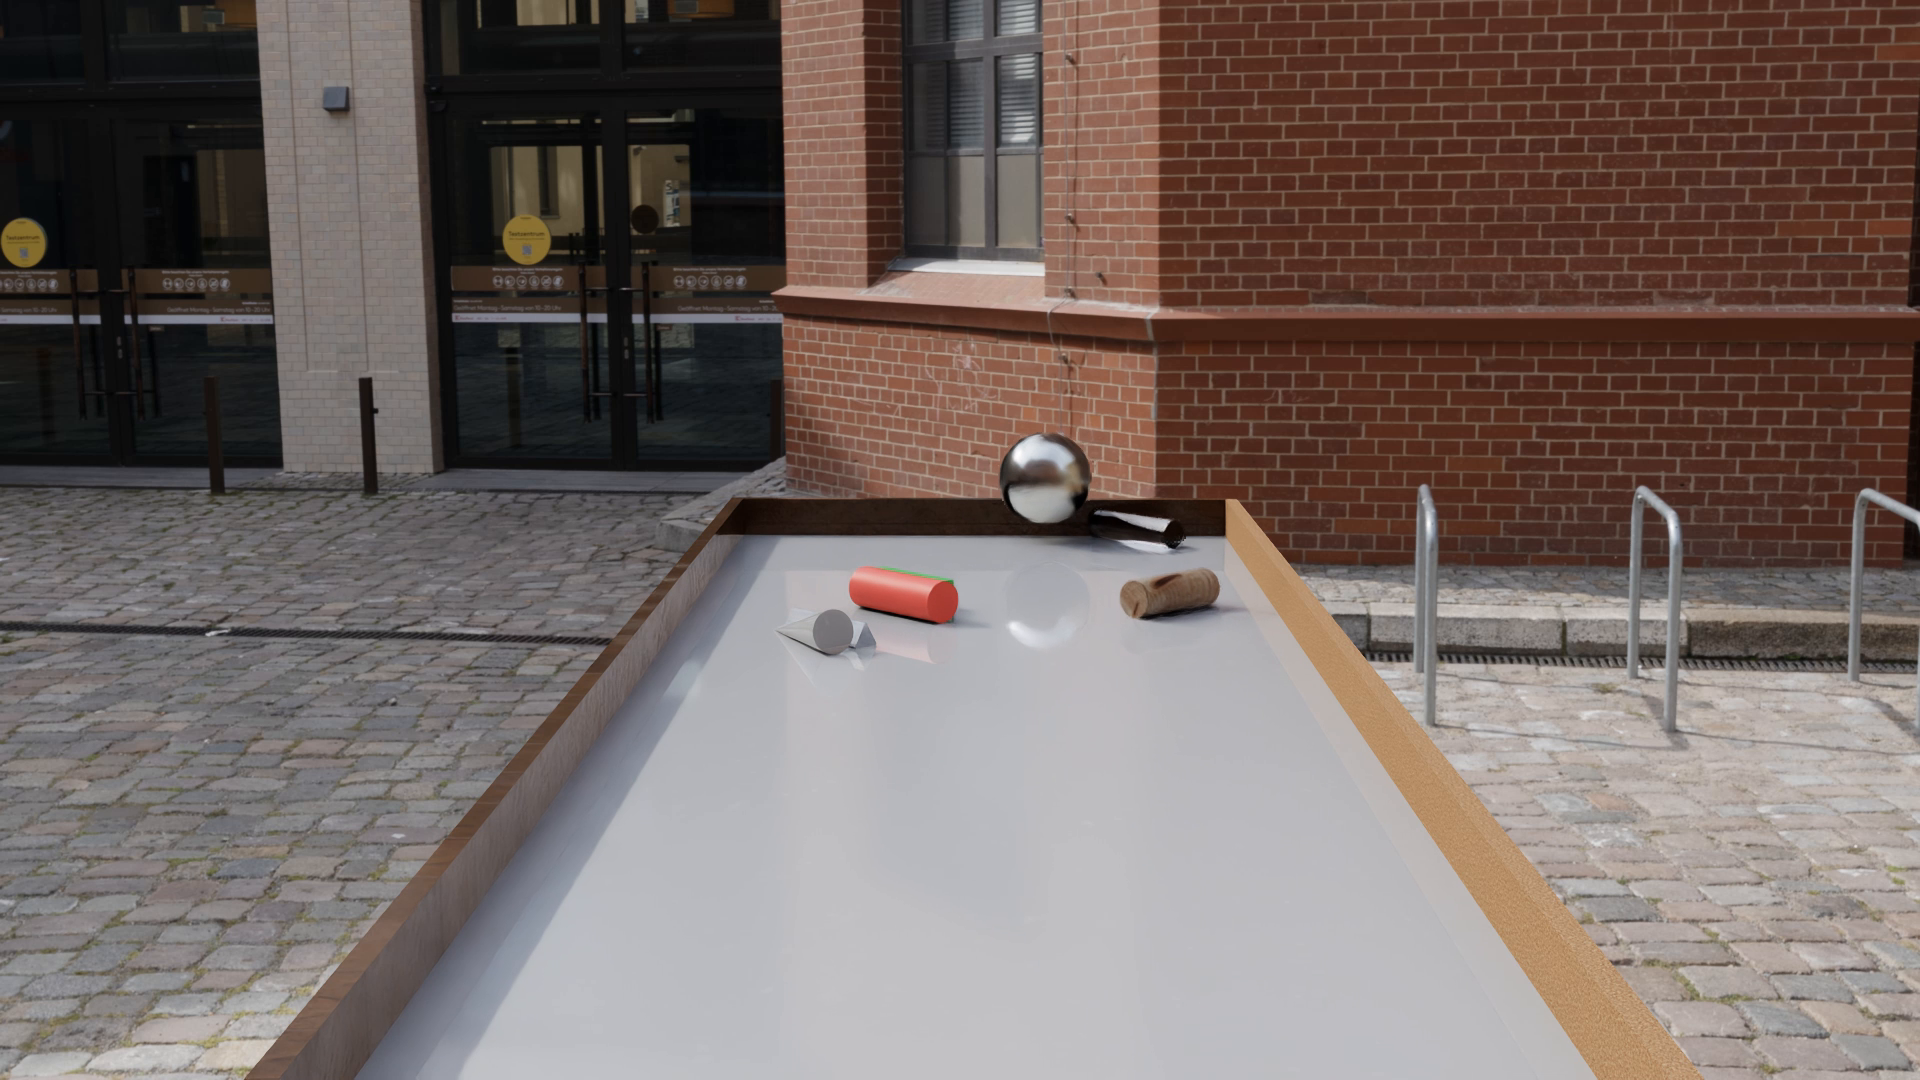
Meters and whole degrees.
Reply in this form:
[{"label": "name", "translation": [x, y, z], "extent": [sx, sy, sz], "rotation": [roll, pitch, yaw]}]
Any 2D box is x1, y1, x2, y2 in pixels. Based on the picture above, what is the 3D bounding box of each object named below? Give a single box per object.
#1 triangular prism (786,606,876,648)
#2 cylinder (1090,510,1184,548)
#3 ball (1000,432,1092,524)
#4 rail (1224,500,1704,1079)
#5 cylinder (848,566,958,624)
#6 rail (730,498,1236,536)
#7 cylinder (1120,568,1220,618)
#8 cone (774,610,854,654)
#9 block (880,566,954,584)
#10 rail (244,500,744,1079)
[{"label": "triangular prism", "translation": [-0.419, 0.275, 7.018], "extent": [0.087, 0.076, 0.363], "rotation": [-9, 13, -42]}, {"label": "cylinder", "translation": [0.714, -0.045, 8.930], "extent": [0.115, 0.115, 0.412], "rotation": [-8, 12, -42]}, {"label": "ball", "translation": [0.347, -0.252, 8.940], "extent": [0.374, 0.374, 0.374], "rotation": [0, 9, 0]}, {"label": "rail", "translation": [1.046, 0.843, 3.208], "extent": [0.050, 0.150, 12.000], "rotation": [0, 9, 1]}, {"label": "cylinder", "translation": [-0.192, 0.182, 7.412], "extent": [0.140, 0.140, 0.401], "rotation": [-8, 12, -42]}, {"label": "rail", "translation": [0.099, -0.098, 9.147], "extent": [2.100, 0.150, 0.050], "rotation": [0, 9, 1]}, {"label": "cylinder", "translation": [0.715, 0.181, 7.471], "extent": [0.365, 0.125, 0.125], "rotation": [-8, 12, -42]}, {"label": "cone", "translation": [-0.501, 0.287, 6.976], "extent": [0.140, 0.140, 0.447], "rotation": [-5, 1, -29]}, {"label": "block", "translation": [-0.185, 0.172, 7.586], "extent": [0.105, 0.105, 0.366], "rotation": [-8, 12, -42]}, {"label": "rail", "translation": [-1.004, 0.839, 3.234], "extent": [0.050, 0.150, 12.000], "rotation": [0, 9, 1]}]
